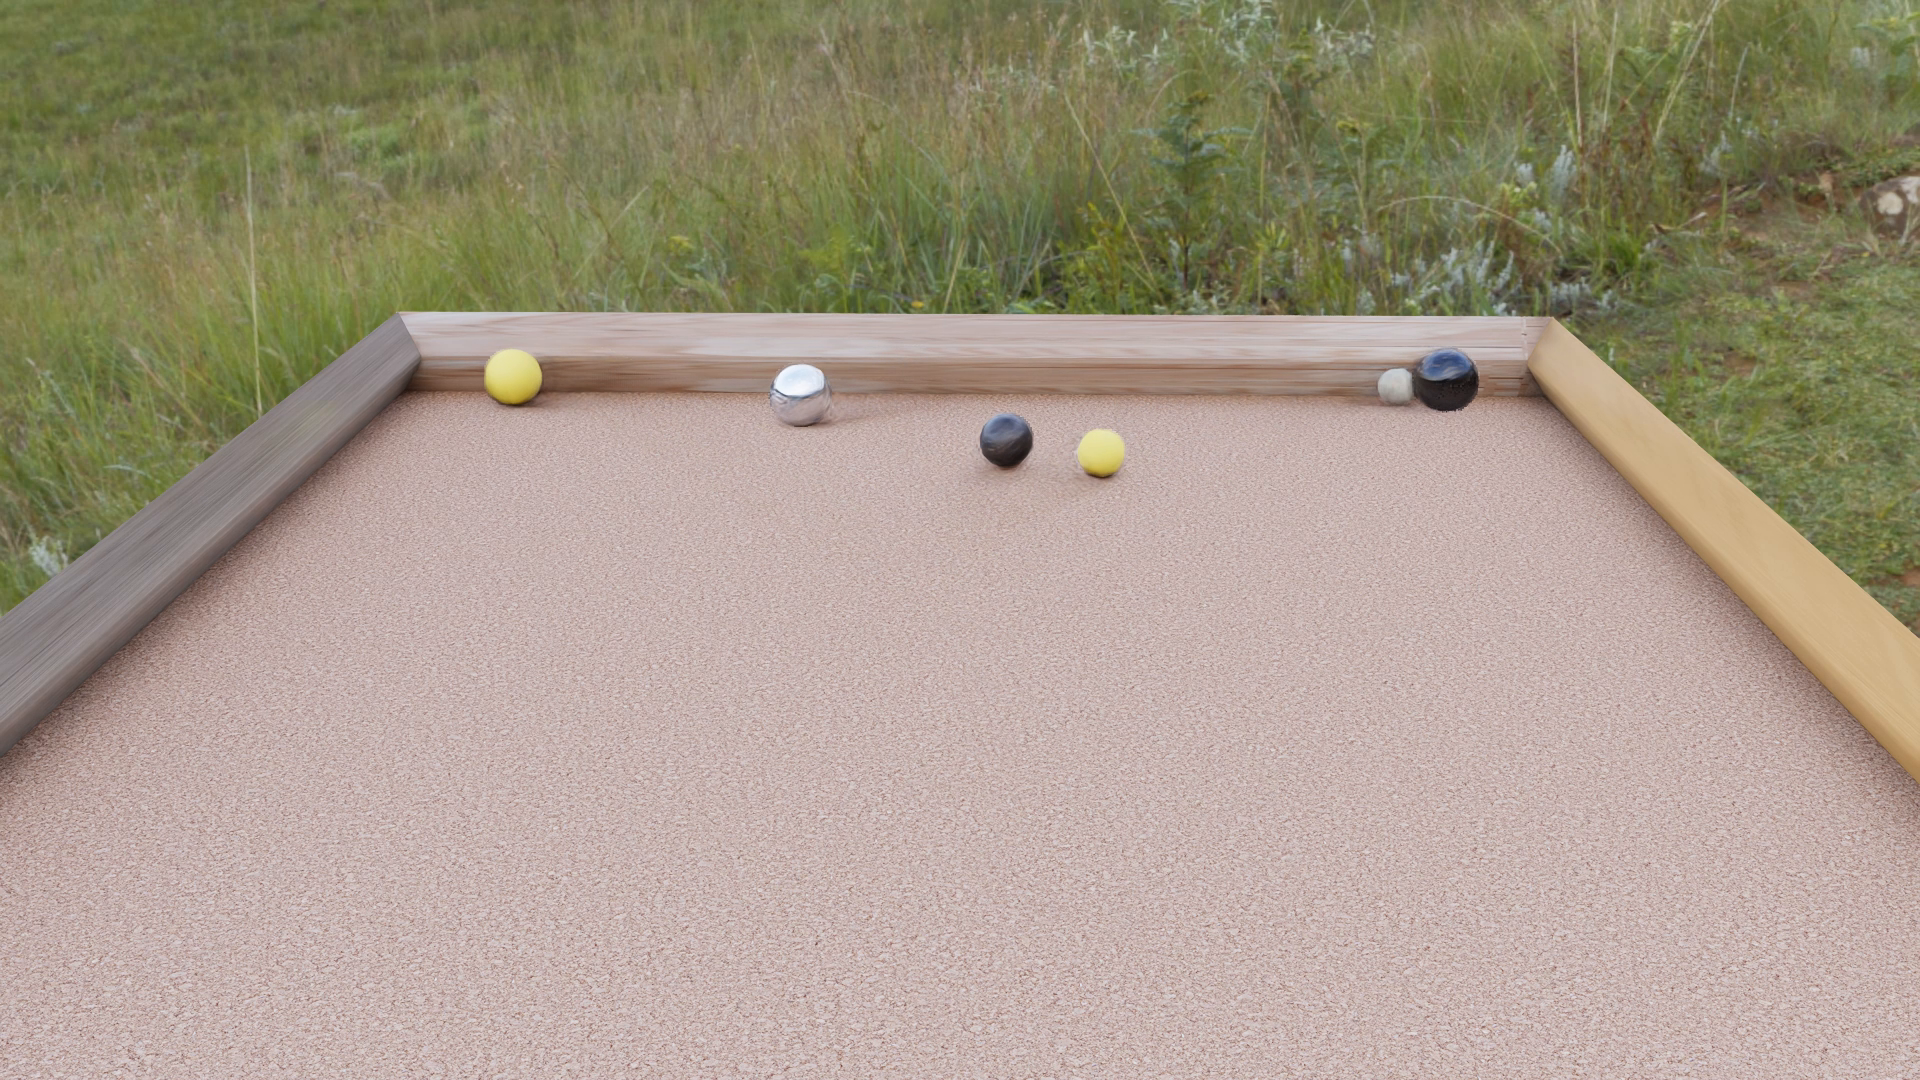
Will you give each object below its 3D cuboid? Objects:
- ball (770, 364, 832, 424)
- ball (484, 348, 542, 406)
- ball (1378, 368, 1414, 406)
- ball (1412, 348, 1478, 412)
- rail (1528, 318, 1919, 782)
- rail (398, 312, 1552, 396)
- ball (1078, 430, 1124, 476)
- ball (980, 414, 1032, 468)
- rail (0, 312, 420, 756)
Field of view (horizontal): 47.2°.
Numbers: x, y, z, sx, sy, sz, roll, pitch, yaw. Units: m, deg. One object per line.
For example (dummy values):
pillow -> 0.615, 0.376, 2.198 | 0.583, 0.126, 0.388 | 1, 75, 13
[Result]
ball -> -0.240, -0.221, 3.334 | 0.093, 0.093, 0.093 | 0, 18, 0
ball -> -0.701, -0.256, 3.452 | 0.088, 0.088, 0.088 | 0, 18, 0
ball -> 0.686, -0.241, 3.453 | 0.059, 0.059, 0.059 | 0, 18, 0
ball -> 0.753, -0.249, 3.412 | 0.098, 0.098, 0.098 | 0, 18, 0
rail -> 0.876, 0.253, 1.783 | 0.045, 0.128, 3.594 | 0, 18, 1
rail -> 0.019, -0.290, 3.490 | 1.838, 0.128, 0.045 | 0, 18, 1
ball -> 0.197, -0.121, 3.063 | 0.066, 0.066, 0.066 | 0, 18, 0
ball -> 0.065, -0.140, 3.109 | 0.075, 0.075, 0.075 | 0, 18, 0
rail -> -0.914, 0.241, 1.819 | 0.045, 0.128, 3.594 | 0, 18, 1
